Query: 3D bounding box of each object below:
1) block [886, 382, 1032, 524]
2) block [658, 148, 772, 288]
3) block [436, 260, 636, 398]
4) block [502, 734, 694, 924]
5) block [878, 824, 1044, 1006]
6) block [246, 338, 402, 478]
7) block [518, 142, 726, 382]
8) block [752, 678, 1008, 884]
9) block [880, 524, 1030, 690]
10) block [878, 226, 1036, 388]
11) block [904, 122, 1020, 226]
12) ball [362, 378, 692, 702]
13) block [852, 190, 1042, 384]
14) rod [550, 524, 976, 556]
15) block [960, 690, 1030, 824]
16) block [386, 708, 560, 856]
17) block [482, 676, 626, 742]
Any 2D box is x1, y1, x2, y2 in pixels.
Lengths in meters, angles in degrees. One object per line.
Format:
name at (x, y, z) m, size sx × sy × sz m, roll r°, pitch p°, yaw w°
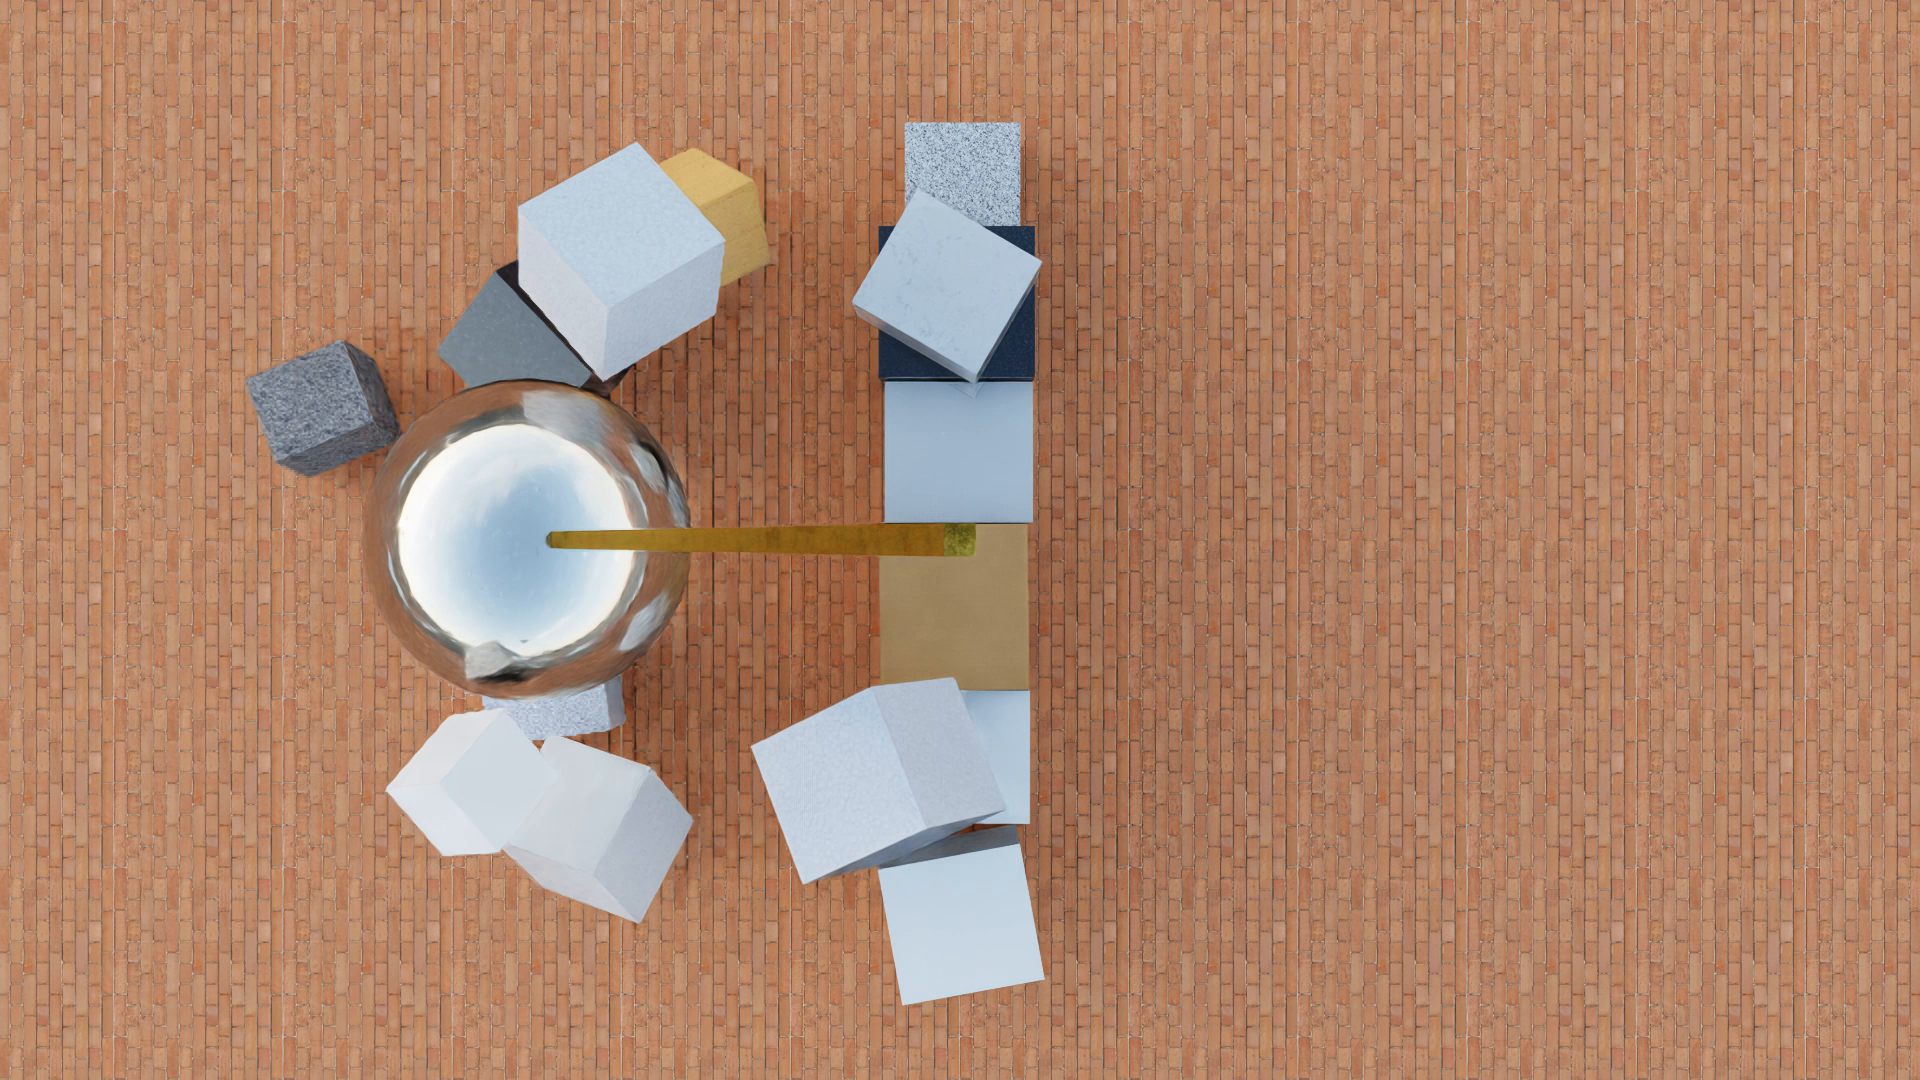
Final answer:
block at (-0.006, -0.491, 12.641) m, size 0.825 × 0.718 × 0.787 m, roll 0°, pitch 90°, yaw 0°
block at (-1.505, -1.803, 12.494) m, size 0.525 × 0.616 × 0.532 m, roll -31°, pitch 133°, yaw -26°
block at (-2.332, -1.131, 12.498) m, size 0.771 × 0.716 × 0.722 m, roll 47°, pitch 126°, yaw 0°
block at (-2.053, 1.622, 12.364) m, size 0.693 × 0.698 × 0.668 m, roll 15°, pitch 64°, yaw 24°
block at (0.007, 2.124, 12.574) m, size 0.798 × 0.853 × 0.761 m, roll -10°, pitch 90°, yaw 0°
block at (-3.646, -0.752, 12.662) m, size 0.593 × 0.560 × 0.513 m, roll -23°, pitch 82°, yaw 0°
block at (-1.659, -1.354, 10.723) m, size 0.697 × 0.642 × 0.697 m, roll -35°, pitch 73°, yaw -25°
block at (-0.424, 1.273, 11.751) m, size 0.810 × 0.895 × 0.778 m, roll -28°, pitch 77°, yaw 26°
block at (-0.033, 0.373, 12.571) m, size 0.821 × 0.858 × 0.917 m, roll -1°, pitch 90°, yaw 0°
block at (-0.018, -1.311, 12.545) m, size 0.861 × 0.910 × 0.832 m, roll 0°, pitch 90°, yaw 0°
block at (0.014, -2.044, 12.694) m, size 0.651 × 0.612 × 0.616 m, roll 0°, pitch 90°, yaw 0°
ball at (-2.124, 0.000, 10.858) m, size 1.600 × 1.600 × 1.600 m, roll 0°, pitch 90°, yaw 0°
block at (-0.067, -1.332, 11.715) m, size 0.746 × 0.750 × 0.676 m, roll 30°, pitch 90°, yaw 0°
rod at (-0.920, 0.000, 7.679) m, size 0.080 × 5.200 × 0.080 m, roll 0°, pitch 90°, yaw -21°
block at (-0.008, 1.210, 12.626) m, size 0.795 × 0.749 × 0.741 m, roll 0°, pitch 90°, yaw 0°
block at (-2.305, 1.148, 10.415) m, size 0.449 × 0.450 × 0.501 m, roll 55°, pitch 48°, yaw -24°
block at (-2.364, 0.768, 12.707) m, size 0.695 × 0.586 × 0.711 m, roll -8°, pitch 90°, yaw 0°
